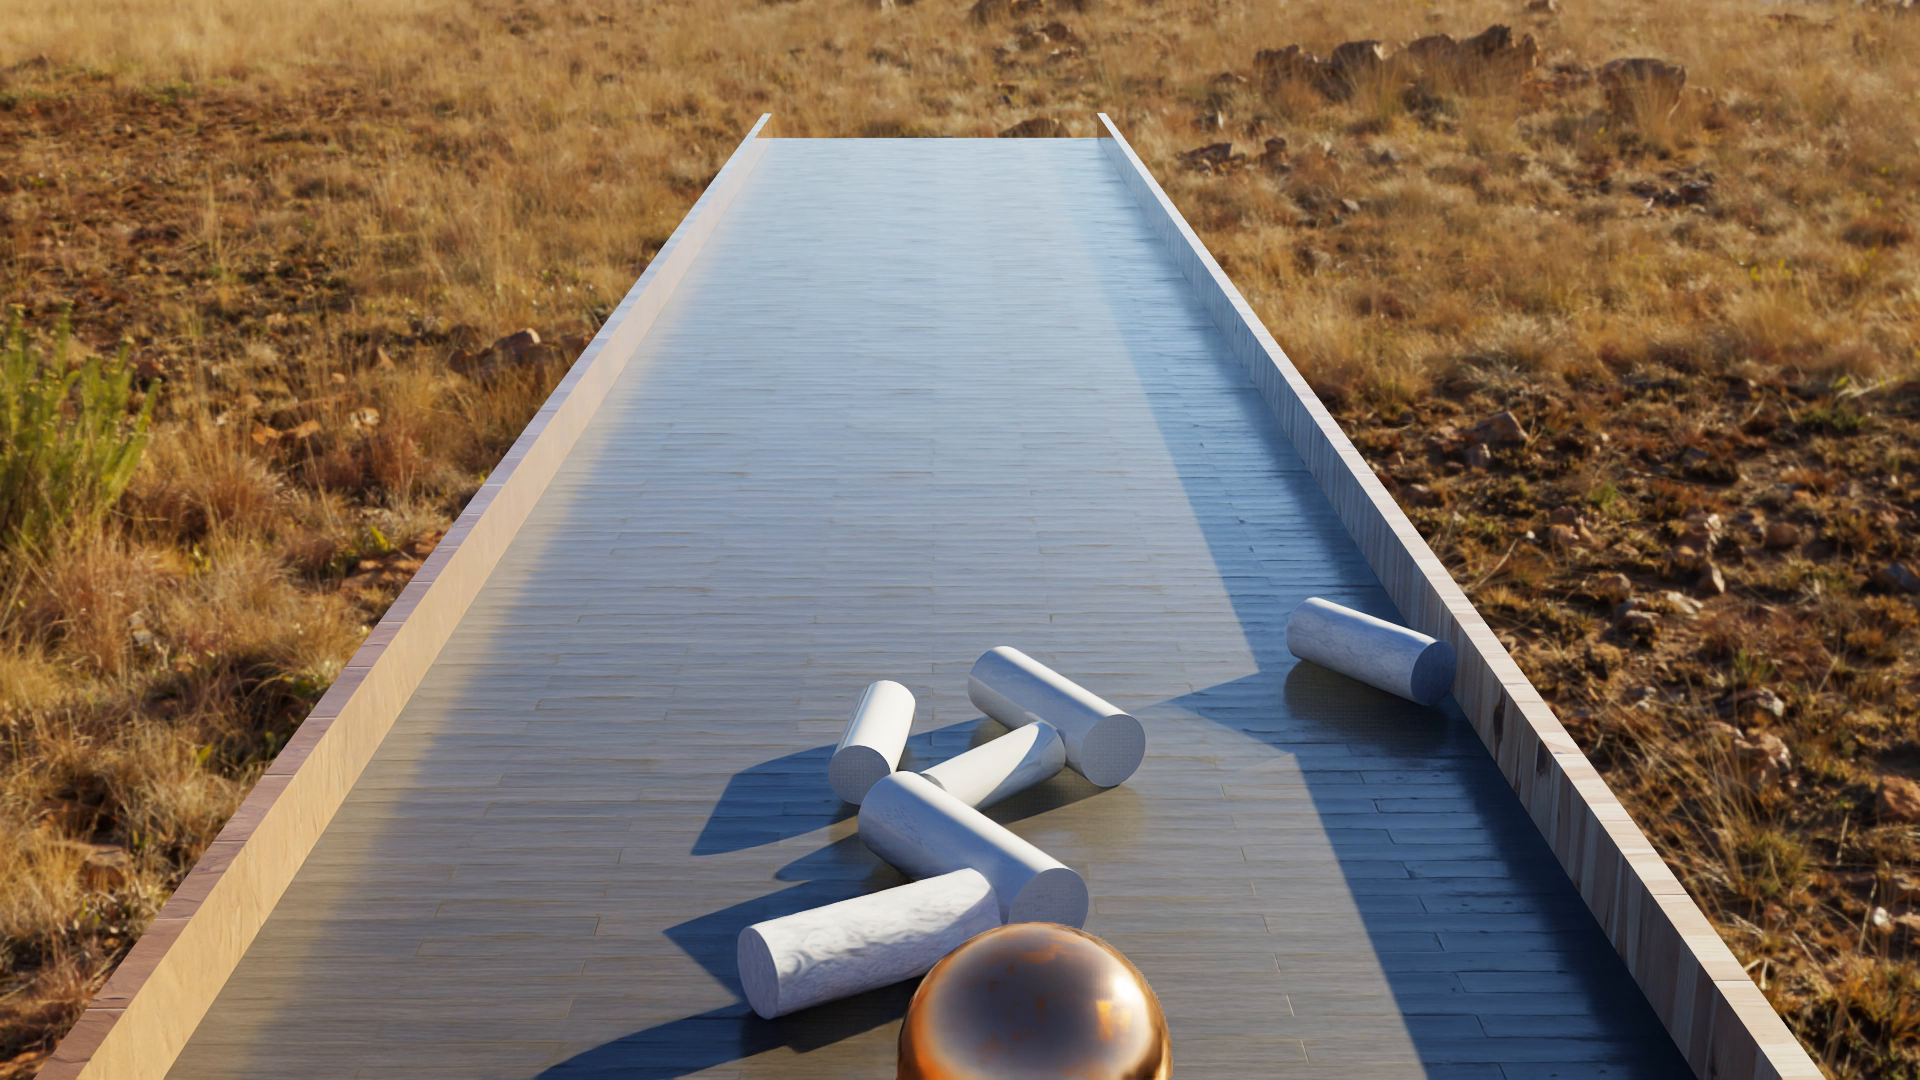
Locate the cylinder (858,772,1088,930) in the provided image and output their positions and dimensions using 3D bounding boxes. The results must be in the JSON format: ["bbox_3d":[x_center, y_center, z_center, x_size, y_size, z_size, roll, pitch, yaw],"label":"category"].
[{"bbox_3d":[0.013,0.488,3.338,0.143,0.143,0.425,-10,19,-31],"label":"cylinder"}]

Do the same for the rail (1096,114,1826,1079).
[{"bbox_3d":[0.932,-0.844,7.801,0.050,0.150,12.000,0,17,-1],"label":"rail"}]

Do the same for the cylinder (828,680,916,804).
[{"bbox_3d":[-0.151,0.352,3.854,0.109,0.109,0.314,2,17,6],"label":"cylinder"}]

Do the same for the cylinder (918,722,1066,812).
[{"bbox_3d":[0.046,0.397,3.714,0.100,0.100,0.302,14,21,38],"label":"cylinder"}]

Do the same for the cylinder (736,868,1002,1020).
[{"bbox_3d":[-0.126,0.566,3.097,0.354,0.130,0.130,-10,19,-30],"label":"cylinder"}]

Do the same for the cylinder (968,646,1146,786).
[{"bbox_3d":[0.168,0.312,3.945,0.133,0.133,0.397,-9,19,-28],"label":"cylinder"}]

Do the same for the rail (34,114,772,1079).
[{"bbox_3d":[-1.118,-0.838,7.780,0.050,0.150,12.000,0,17,-1],"label":"rail"}]

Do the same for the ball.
[{"bbox_3d":[0.086,0.615,2.591,0.324,0.324,0.324,0,17,0],"label":"ball"}]

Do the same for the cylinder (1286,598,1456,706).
[{"bbox_3d":[0.798,0.215,4.282,0.128,0.128,0.330,-12,20,-35],"label":"cylinder"}]
